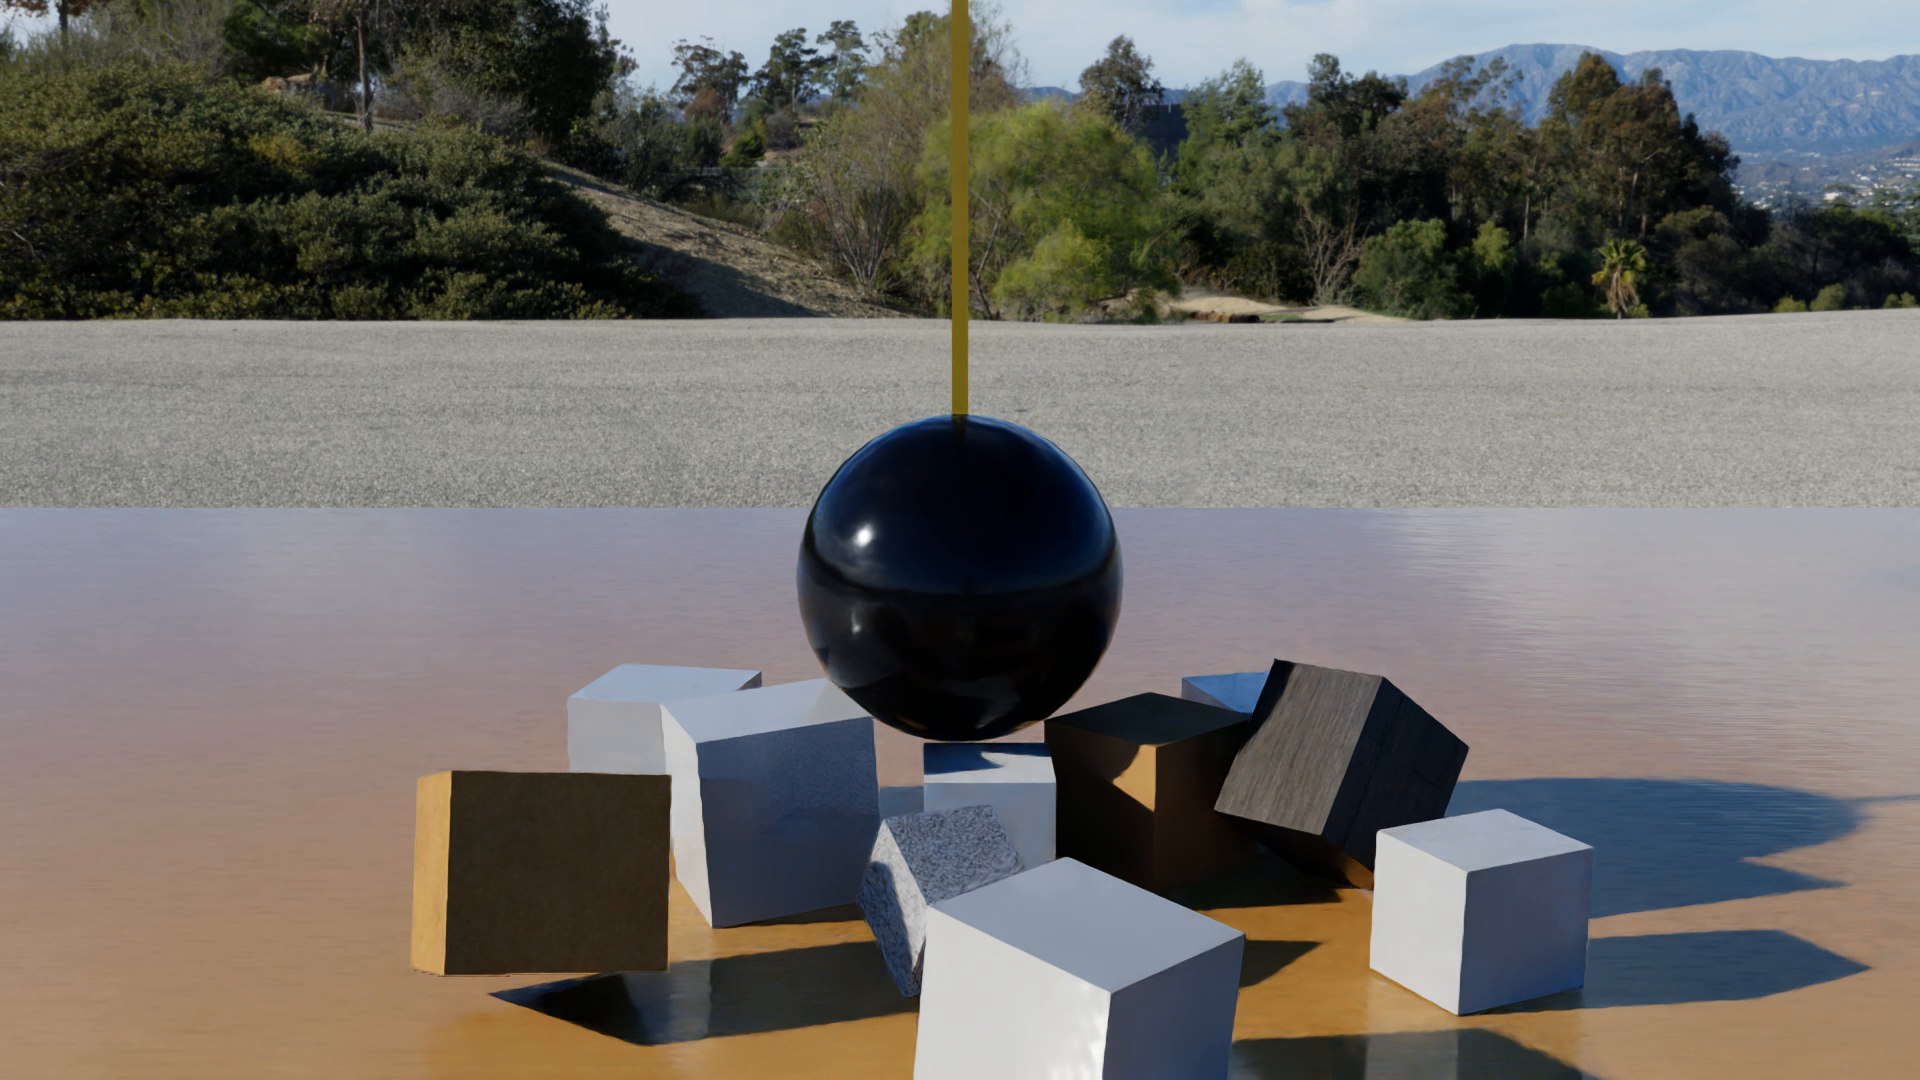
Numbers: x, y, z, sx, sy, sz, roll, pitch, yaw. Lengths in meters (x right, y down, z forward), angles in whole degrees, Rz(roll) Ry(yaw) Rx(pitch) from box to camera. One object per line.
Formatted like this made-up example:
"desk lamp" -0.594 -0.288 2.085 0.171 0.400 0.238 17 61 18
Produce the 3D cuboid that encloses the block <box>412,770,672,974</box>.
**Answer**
"block" -1.718 1.357 9.000 0.885 0.780 0.716 4 -9 -23

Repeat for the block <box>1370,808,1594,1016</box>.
"block" 2.190 1.552 9.263 0.680 0.614 0.567 -5 13 -28

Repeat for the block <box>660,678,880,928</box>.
"block" -0.884 1.212 10.313 0.821 0.873 0.763 -8 12 -18

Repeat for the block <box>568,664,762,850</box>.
"block" -1.506 1.110 11.354 0.776 0.754 0.758 2 11 12

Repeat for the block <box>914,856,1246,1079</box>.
"block" 0.424 1.702 7.941 0.840 0.717 0.765 18 19 40

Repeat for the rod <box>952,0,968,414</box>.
"rod" 0.000 -3.197 10.381 0.080 5.200 0.080 0 6 0

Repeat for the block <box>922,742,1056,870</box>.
"block" 0.129 1.353 10.309 0.601 0.649 0.663 0 10 -1

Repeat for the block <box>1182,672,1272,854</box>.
"block" 1.599 1.127 11.324 0.694 0.731 0.754 -3 11 -16

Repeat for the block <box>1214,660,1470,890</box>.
"block" 1.790 1.116 10.290 0.643 0.785 0.774 7 -23 49

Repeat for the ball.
"ball" 0.000 0.187 10.710 1.600 1.600 1.600 0 10 0

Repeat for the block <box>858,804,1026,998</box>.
"block" -0.051 1.510 9.250 0.505 0.507 0.542 -4 42 -27

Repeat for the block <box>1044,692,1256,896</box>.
"block" 0.935 1.228 10.754 0.699 0.736 0.785 10 14 44
